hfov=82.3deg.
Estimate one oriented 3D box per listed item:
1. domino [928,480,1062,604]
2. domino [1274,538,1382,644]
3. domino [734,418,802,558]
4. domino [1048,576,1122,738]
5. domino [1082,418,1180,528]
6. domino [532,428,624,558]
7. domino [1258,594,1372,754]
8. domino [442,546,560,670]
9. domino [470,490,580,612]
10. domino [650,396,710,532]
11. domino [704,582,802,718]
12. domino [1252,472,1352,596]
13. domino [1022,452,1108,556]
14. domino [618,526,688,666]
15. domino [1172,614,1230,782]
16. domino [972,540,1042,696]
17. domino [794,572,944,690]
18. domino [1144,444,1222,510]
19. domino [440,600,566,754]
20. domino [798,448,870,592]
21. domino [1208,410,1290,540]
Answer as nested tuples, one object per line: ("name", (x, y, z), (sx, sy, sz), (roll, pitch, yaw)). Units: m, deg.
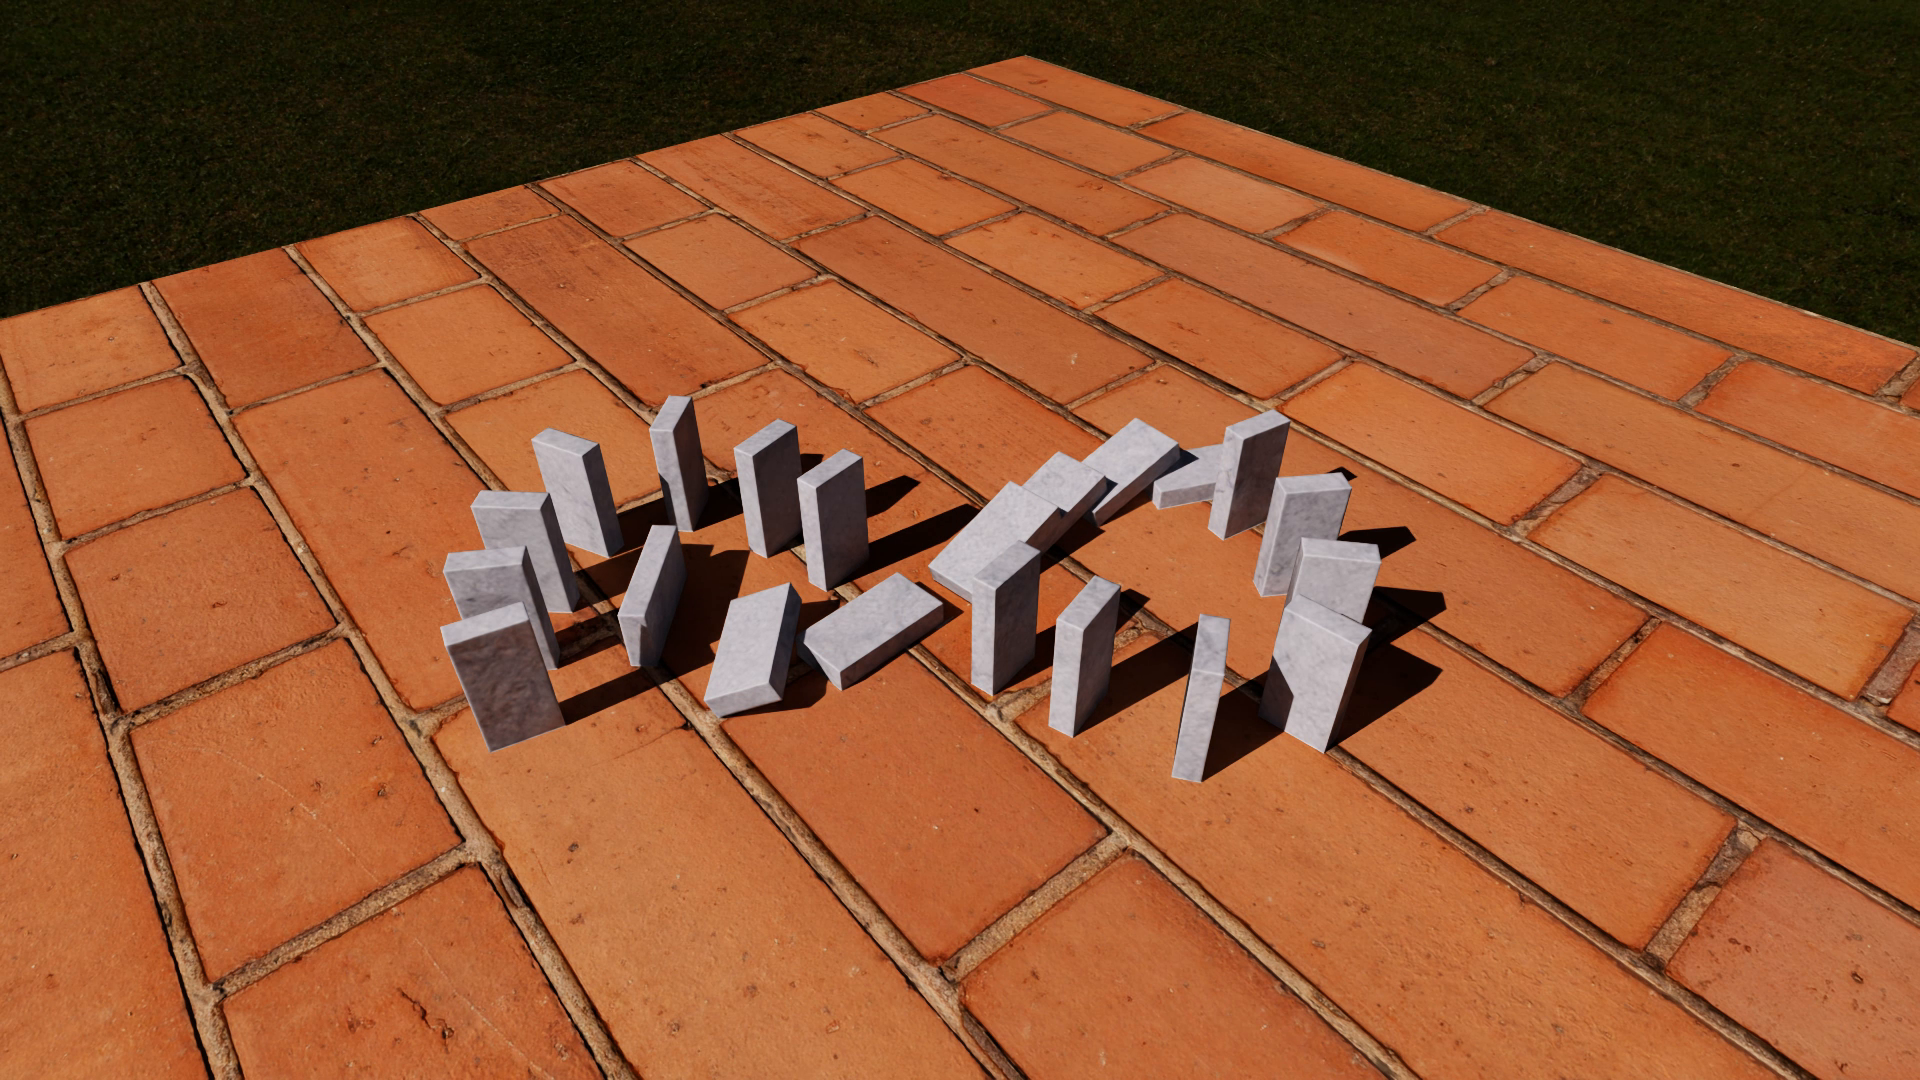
("domino", (0.014, 0.001, 0.430), (0.025, 0.010, 0.050), (31, 66, 32))
("domino", (0.128, 0.023, 0.384), (0.025, 0.050, 0.009), (6, 40, 7))
("domino", (-0.074, -0.020, 0.436), (0.009, 0.050, 0.025), (24, 45, 26))
("domino", (0.041, 0.039, 0.364), (0.010, 0.050, 0.025), (23, 45, 26))
("domino", (0.067, -0.029, 0.468), (0.050, 0.009, 0.025), (-39, 51, -16))
("domino", (-0.150, -0.018, 0.434), (0.025, 0.050, 0.009), (18, 42, 20))
("domino", (0.114, 0.044, 0.358), (0.025, 0.050, 0.009), (30, 48, 31))
("domino", (-0.158, 0.025, 0.381), (0.025, 0.050, 0.009), (-6, 40, -7))
("domino", (-0.159, 0.005, 0.405), (0.025, 0.050, 0.009), (2, 39, 2))
("domino", (-0.114, -0.031, 0.449), (0.010, 0.050, 0.025), (4, 39, 5))
("domino", (-0.073, 0.038, 0.390), (0.025, 0.009, 0.050), (-17, 37, 15))
("domino", (0.128, -0.001, 0.413), (0.025, 0.050, 0.010), (-5, 40, -6))
("domino", (0.035, -0.013, 0.450), (0.025, 0.010, 0.050), (31, 63, 32))
("domino", (-0.113, 0.020, 0.407), (0.009, 0.025, 0.050), (1, 39, 1))
("domino", (0.076, 0.051, 0.350), (0.010, 0.050, 0.025), (10, 40, 12))
("domino", (0.016, 0.027, 0.378), (0.010, 0.050, 0.025), (27, 47, 29))
("domino", (-0.033, 0.033, 0.404), (0.050, 0.009, 0.025), (-32, 49, -33))
("domino", (0.105, -0.029, 0.478), (0.050, 0.010, 0.025), (-11, 41, -13))
("domino", (-0.147, 0.045, 0.357), (0.025, 0.050, 0.009), (-19, 43, -22))
("domino", (-0.048, -0.007, 0.420), (0.010, 0.050, 0.025), (27, 46, 29))
("domino", (0.116, -0.026, 0.443), (0.025, 0.050, 0.010), (-21, 44, -24))
